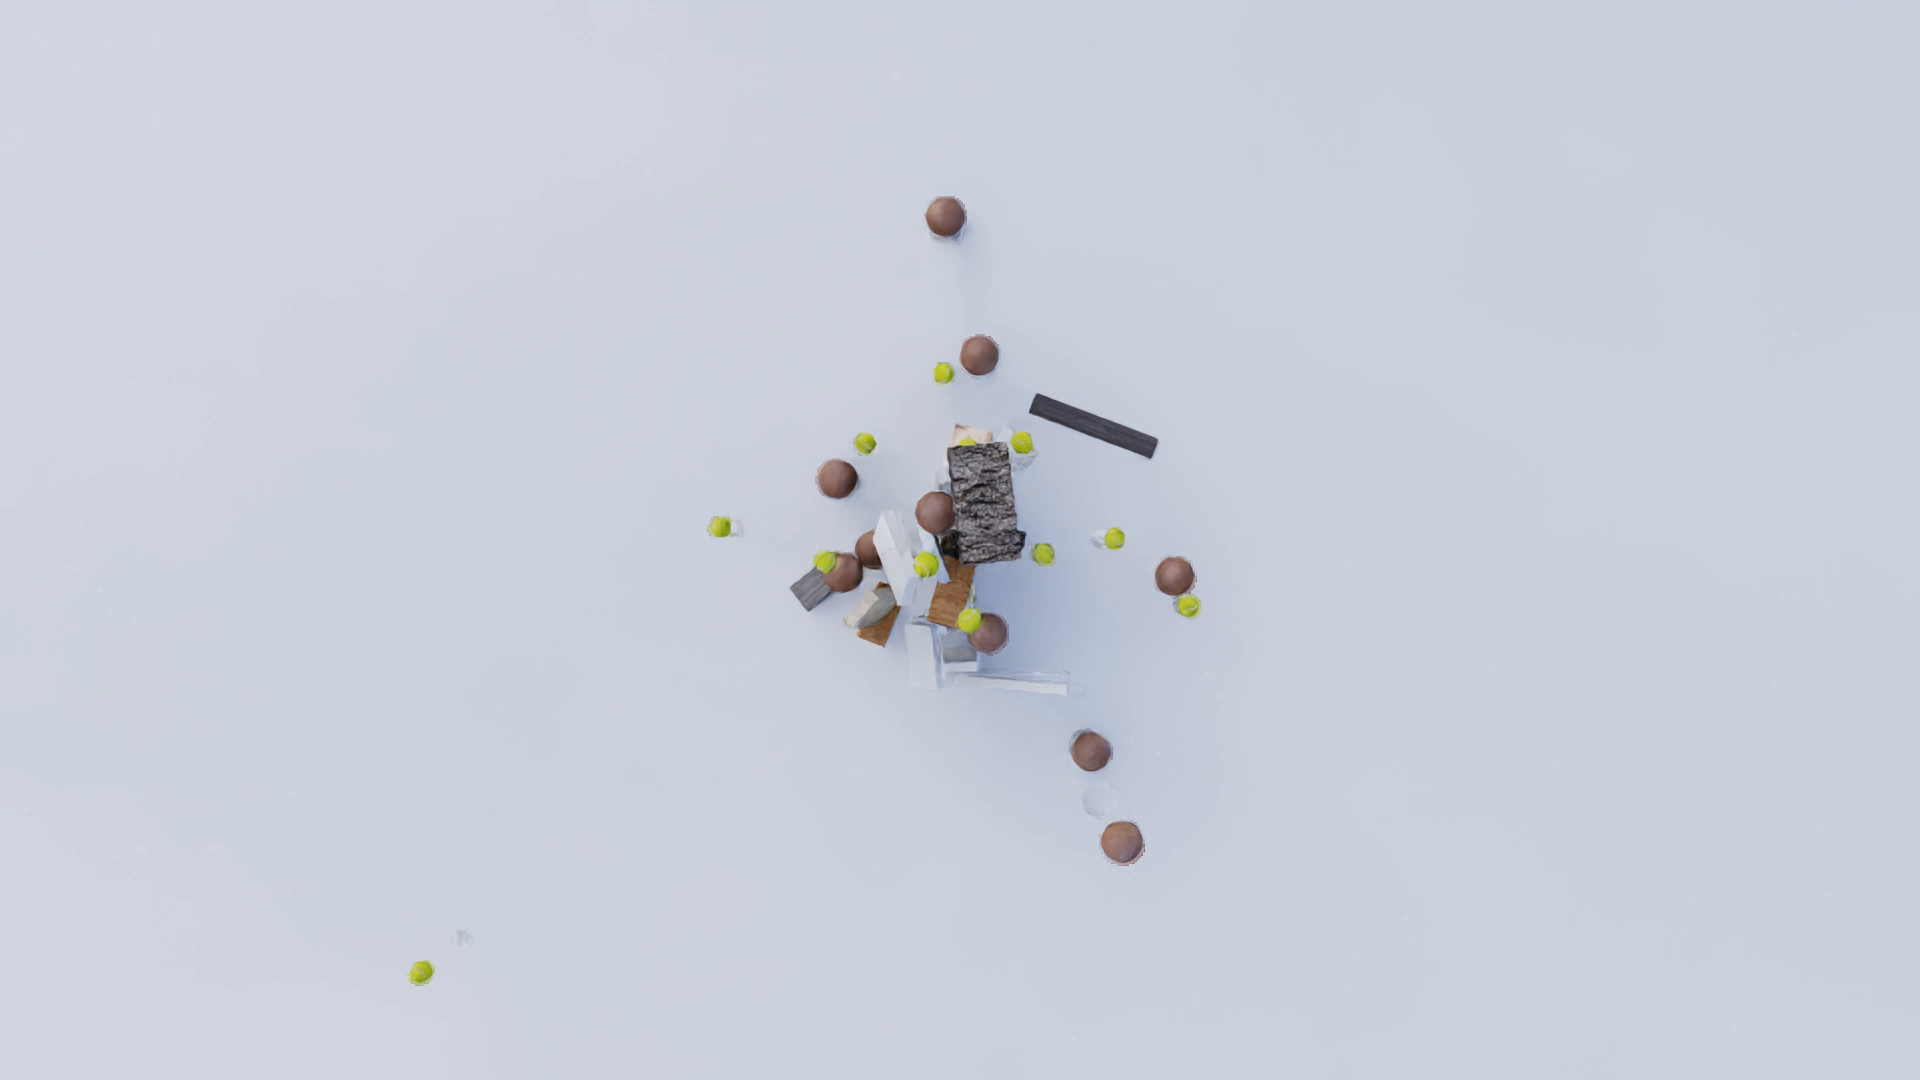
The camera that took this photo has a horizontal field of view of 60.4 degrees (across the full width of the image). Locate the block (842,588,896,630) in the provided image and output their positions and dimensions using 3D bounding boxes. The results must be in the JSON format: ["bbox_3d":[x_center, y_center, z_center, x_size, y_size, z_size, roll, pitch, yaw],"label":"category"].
[{"bbox_3d":[-0.275,0.215,5.237,0.039,0.277,0.138,45,101,10],"label":"block"}]

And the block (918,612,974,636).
[{"bbox_3d":[-0.049,0.260,5.381,0.107,0.214,0.030,19,105,19],"label":"block"}]

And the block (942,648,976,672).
[{"bbox_3d":[-0.001,0.391,5.392,0.107,0.214,0.030,-1,99,0],"label":"block"}]

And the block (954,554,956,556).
[{"bbox_3d":[0.012,-0.007,5.385,0.059,0.017,0.118,4,91,-7],"label":"block"}]

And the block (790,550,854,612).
[{"bbox_3d":[-0.458,0.137,5.473,0.198,0.028,0.099,-39,75,0],"label":"block"}]

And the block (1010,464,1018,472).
[{"bbox_3d":[0.111,-0.235,5.283,0.140,0.070,0.020,4,98,21],"label":"block"}]

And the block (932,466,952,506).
[{"bbox_3d":[0.008,-0.183,5.113,0.174,0.348,0.049,-15,81,-5],"label":"block"}]

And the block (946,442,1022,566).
[{"bbox_3d":[0.070,-0.106,4.849,0.174,0.049,0.348,-6,86,-11],"label":"block"}]

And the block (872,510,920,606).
[{"bbox_3d":[-0.202,0.056,5.180,0.039,0.138,0.275,-6,52,-23],"label":"block"}]

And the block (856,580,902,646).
[{"bbox_3d":[-0.260,0.245,5.466,0.099,0.028,0.198,23,90,-25],"label":"block"}]

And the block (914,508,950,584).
[{"bbox_3d":[-0.086,0.024,5.137,0.039,0.275,0.138,-17,65,2],"label":"block"}]

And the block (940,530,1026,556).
[{"bbox_3d":[0.065,0.010,5.125,0.174,0.511,0.049,5,85,-9],"label":"block"}]

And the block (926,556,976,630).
[{"bbox_3d":[-0.027,0.168,5.259,0.108,0.031,0.216,15,76,1],"label":"block"}]

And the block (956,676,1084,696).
[{"bbox_3d":[0.190,0.468,5.325,0.443,0.099,0.028,2,87,38],"label":"block"}]

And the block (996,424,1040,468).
[{"bbox_3d":[0.187,-0.306,5.367,0.139,0.070,0.020,43,45,6],"label":"block"}]

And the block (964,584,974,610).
[{"bbox_3d":[-0.011,0.183,5.389,0.108,0.216,0.031,4,103,2],"label":"block"}]

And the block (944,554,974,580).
[{"bbox_3d":[-0.006,0.069,5.397,0.108,0.216,0.031,6,117,0],"label":"block"}]

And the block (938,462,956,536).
[{"bbox_3d":[0.002,-0.134,5.311,0.130,0.037,0.260,2,59,5],"label":"block"}]

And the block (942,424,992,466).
[{"bbox_3d":[0.013,-0.250,5.420,0.130,0.037,0.260,12,66,9],"label":"block"}]

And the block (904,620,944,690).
[{"bbox_3d":[-0.116,0.371,5.299,0.107,0.030,0.214,6,109,37],"label":"block"}]

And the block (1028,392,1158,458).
[{"bbox_3d":[0.444,-0.380,5.490,0.436,0.020,0.070,21,90,0],"label":"block"}]
